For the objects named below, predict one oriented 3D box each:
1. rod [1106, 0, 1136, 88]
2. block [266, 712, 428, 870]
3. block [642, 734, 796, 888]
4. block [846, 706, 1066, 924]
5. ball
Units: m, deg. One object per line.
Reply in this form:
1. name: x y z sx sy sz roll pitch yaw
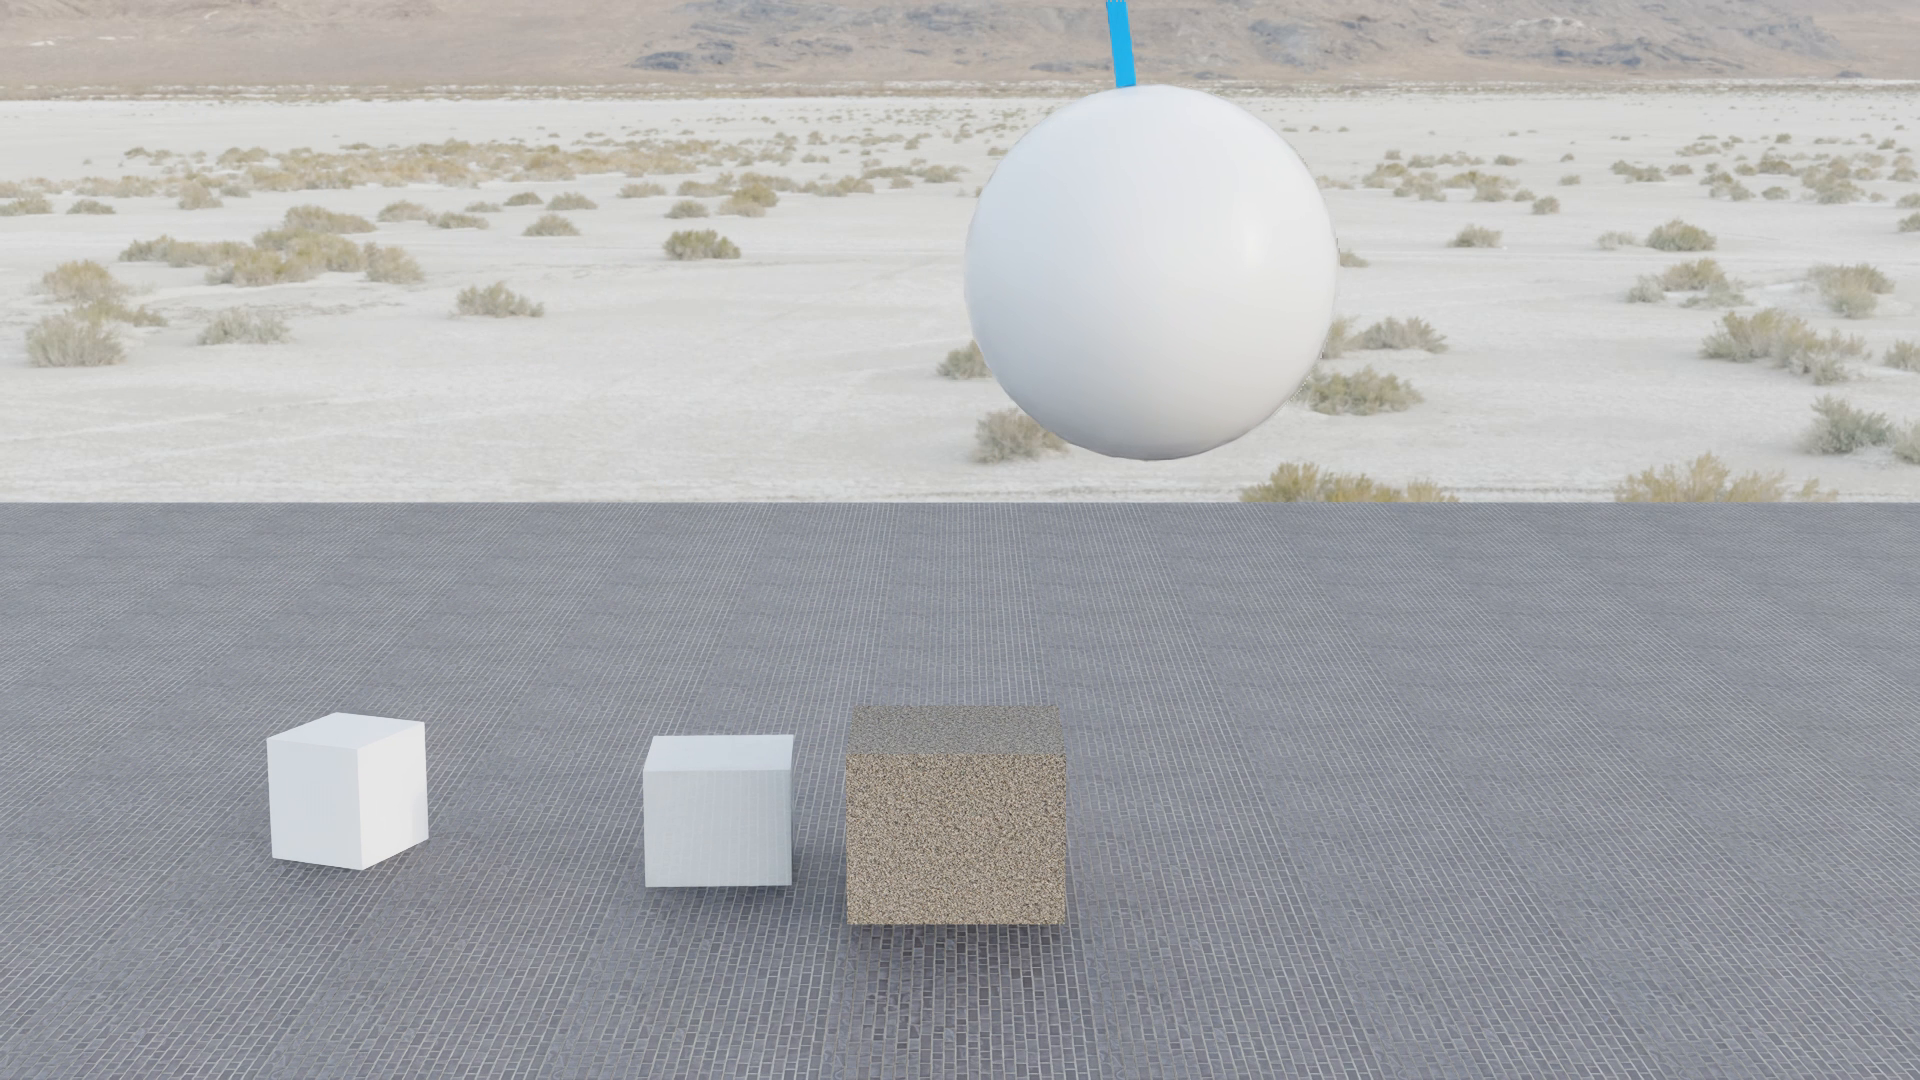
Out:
1. rod: 0.351 -4.452 10.371 0.080 5.200 0.080 -8 10 1
2. block: -2.795 1.141 11.735 0.487 0.557 0.522 4 11 22
3. block: -1.068 1.204 11.480 0.638 0.524 0.602 0 10 -2
4. block: -0.017 1.171 11.072 0.911 0.734 0.834 0 10 0
5. ball: 0.810 -1.138 10.974 1.600 1.600 1.600 0 10 0
